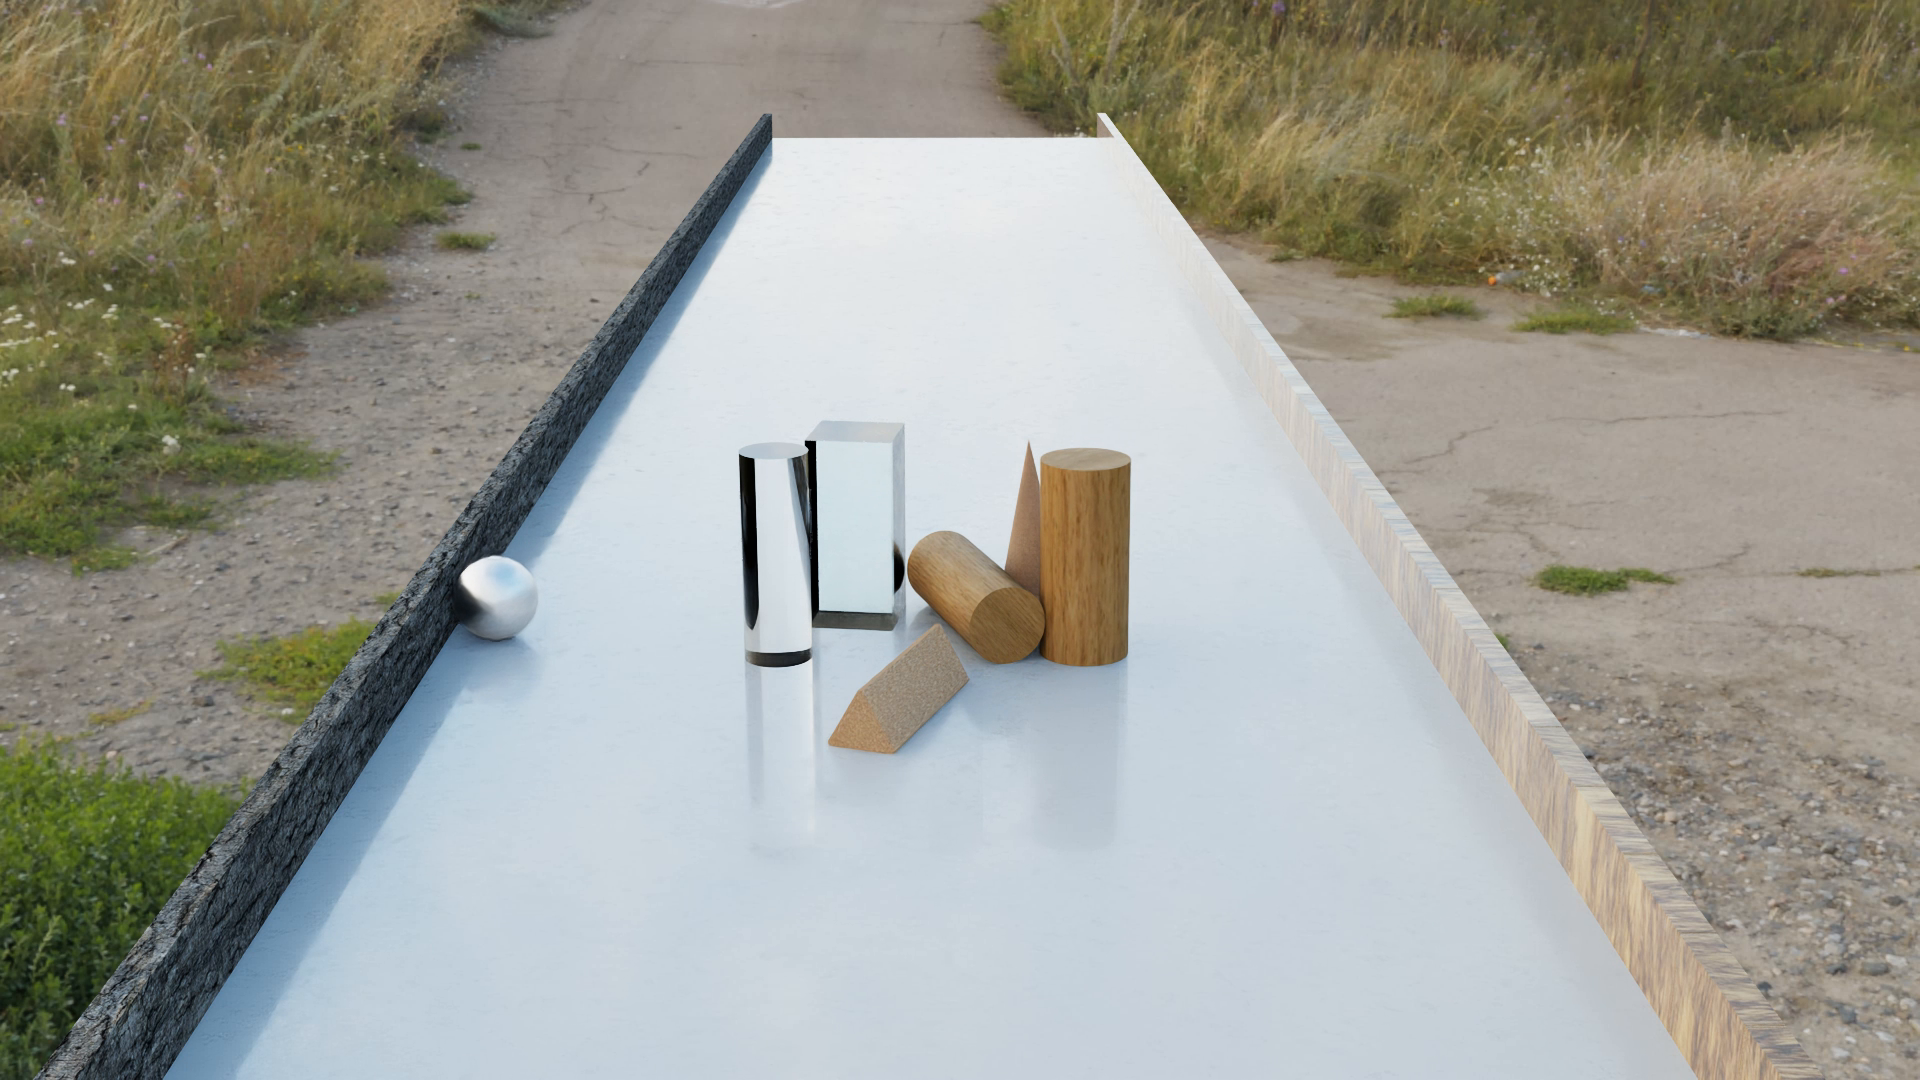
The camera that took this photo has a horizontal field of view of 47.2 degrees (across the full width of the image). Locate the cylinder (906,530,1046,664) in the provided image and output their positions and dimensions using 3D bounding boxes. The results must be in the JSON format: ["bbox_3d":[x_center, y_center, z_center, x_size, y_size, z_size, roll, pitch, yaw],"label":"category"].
[{"bbox_3d":[0.028,0.113,4.565,0.161,0.161,0.421,-5,17,-18],"label":"cylinder"}]

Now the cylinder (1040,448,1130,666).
[{"bbox_3d":[0.250,0.033,4.405,0.180,0.404,0.180,0,17,0],"label":"cylinder"}]

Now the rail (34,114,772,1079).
[{"bbox_3d":[-1.118,-0.838,7.780,0.050,0.150,12.000,0,17,-1],"label":"rail"}]

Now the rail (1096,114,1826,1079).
[{"bbox_3d":[0.932,-0.844,7.801,0.050,0.150,12.000,0,17,-1],"label":"rail"}]

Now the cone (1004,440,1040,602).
[{"bbox_3d":[0.149,-0.029,4.619,0.158,0.391,0.158,-2,20,1],"label":"cone"}]

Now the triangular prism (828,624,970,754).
[{"bbox_3d":[-0.111,0.269,4.117,0.129,0.111,0.397,6,18,19],"label":"triangular prism"}]

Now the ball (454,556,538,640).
[{"bbox_3d":[-0.956,0.119,4.528,0.171,0.171,0.171,0,17,0],"label":"ball"}]

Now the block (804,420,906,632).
[{"bbox_3d":[-0.217,-0.032,4.625,0.179,0.404,0.179,2,17,8],"label":"block"}]

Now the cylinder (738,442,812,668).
[{"bbox_3d":[-0.366,0.029,4.378,0.137,0.427,0.137,0,17,0],"label":"cylinder"}]
